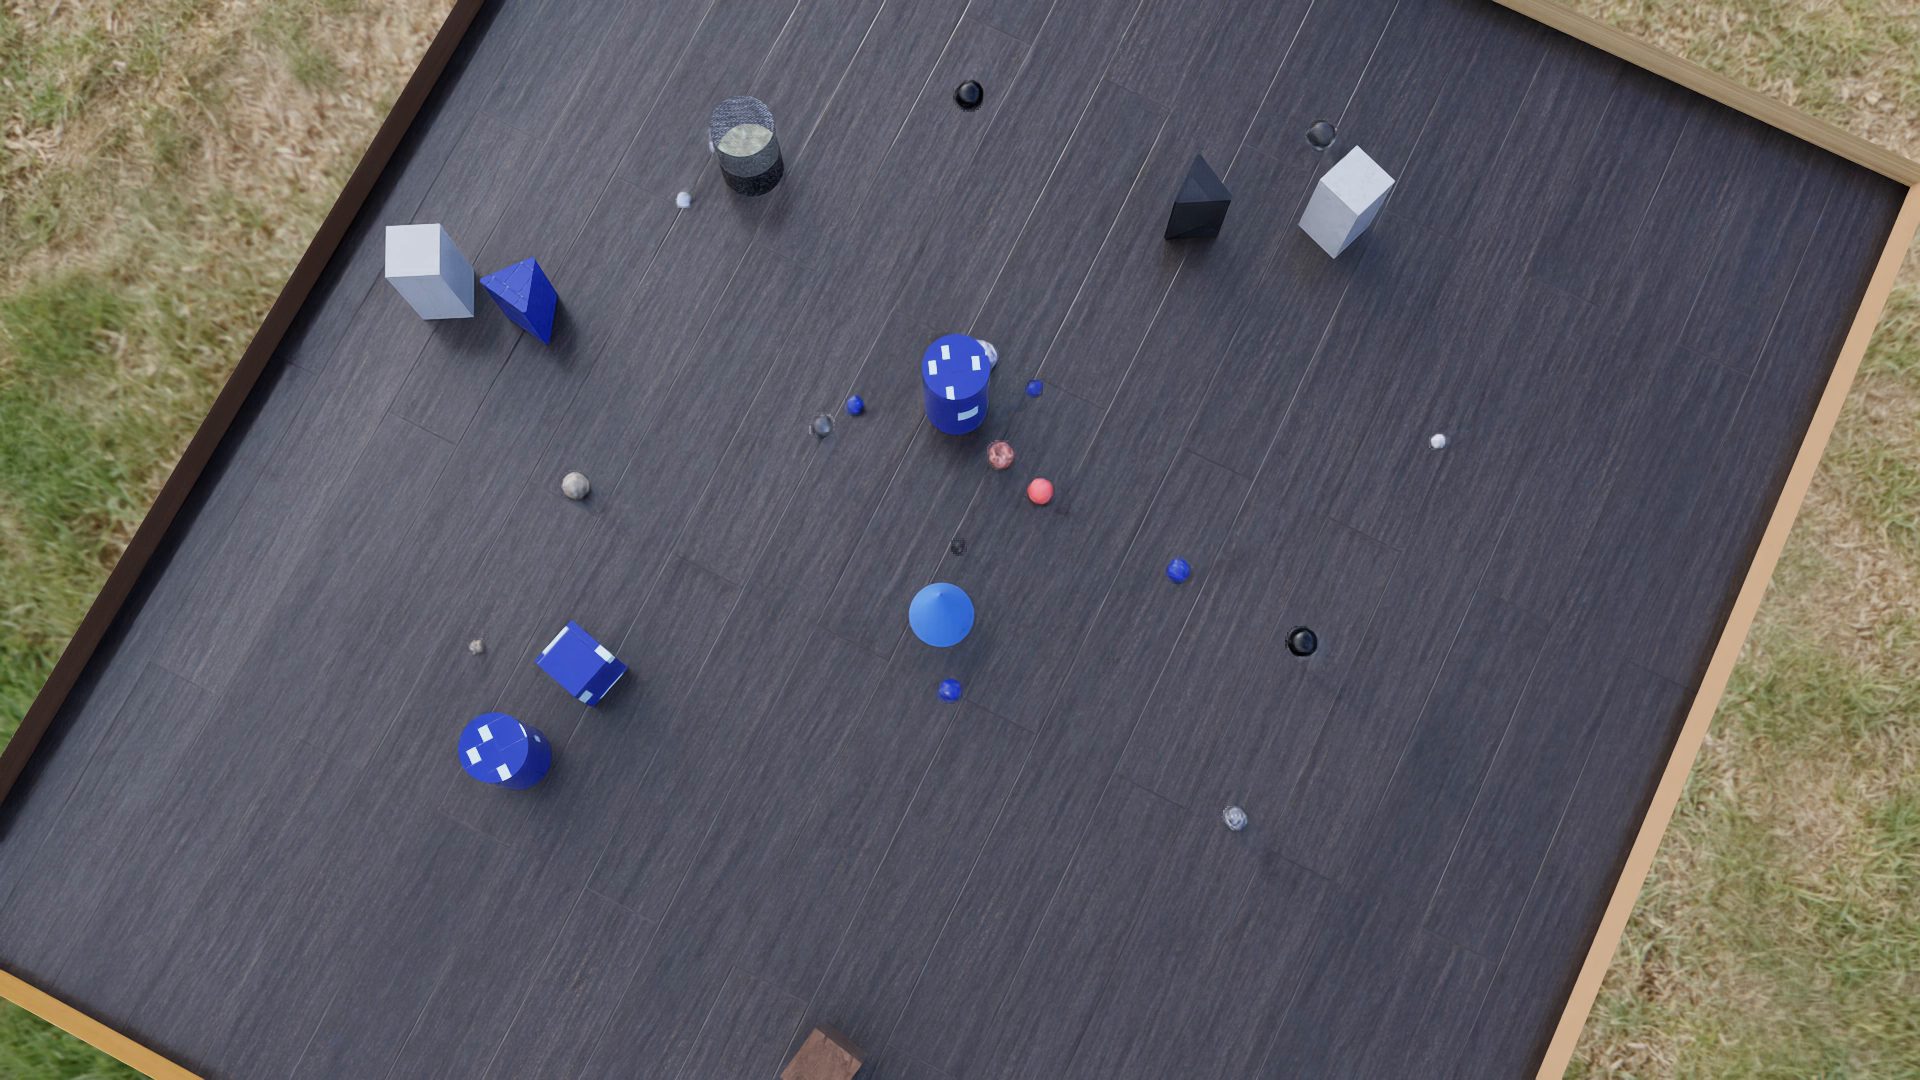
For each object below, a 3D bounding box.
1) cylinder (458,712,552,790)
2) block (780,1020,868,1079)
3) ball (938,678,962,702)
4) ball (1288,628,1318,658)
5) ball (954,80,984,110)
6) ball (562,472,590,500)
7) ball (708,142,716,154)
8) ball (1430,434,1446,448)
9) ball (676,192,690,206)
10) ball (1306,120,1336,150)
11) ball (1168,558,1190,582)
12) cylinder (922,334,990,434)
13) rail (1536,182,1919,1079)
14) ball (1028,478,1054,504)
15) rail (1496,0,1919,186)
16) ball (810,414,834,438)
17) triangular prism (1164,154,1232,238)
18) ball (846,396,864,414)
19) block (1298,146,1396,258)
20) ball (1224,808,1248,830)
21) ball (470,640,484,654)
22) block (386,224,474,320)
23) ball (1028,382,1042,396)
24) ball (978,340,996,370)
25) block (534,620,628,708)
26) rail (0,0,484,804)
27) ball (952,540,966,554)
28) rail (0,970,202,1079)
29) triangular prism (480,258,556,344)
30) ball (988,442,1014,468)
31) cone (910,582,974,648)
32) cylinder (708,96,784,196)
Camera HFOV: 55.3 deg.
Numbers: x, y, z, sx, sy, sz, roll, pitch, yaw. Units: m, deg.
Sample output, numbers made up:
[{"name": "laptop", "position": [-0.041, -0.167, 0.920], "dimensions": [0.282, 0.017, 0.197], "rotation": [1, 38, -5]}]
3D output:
[{"name": "cylinder", "position": [-1.321, 0.618, 5.335], "dimensions": [0.198, 0.300, 0.198], "rotation": [0, 78, 0]}, {"name": "block", "position": [-0.376, 1.469, 5.127], "dimensions": [0.159, 0.364, 0.159], "rotation": [36, 81, 7]}, {"name": "ball", "position": [-0.029, 0.449, 5.480], "dimensions": [0.069, 0.069, 0.069], "rotation": [0, 78, 0]}, {"name": "ball", "position": [1.029, 0.309, 5.506], "dimensions": [0.091, 0.091, 0.091], "rotation": [0, 78, 0]}, {"name": "ball", "position": [0.029, -1.425, 5.864], "dimensions": [0.093, 0.093, 0.093], "rotation": [0, 78, 0]}, {"name": "ball", "position": [-1.177, -0.165, 5.609], "dimensions": [0.083, 0.083, 0.083], "rotation": [0, 78, 0]}, {"name": "ball", "position": [-0.783, -1.257, 5.856], "dimensions": [0.041, 0.041, 0.041], "rotation": [0, 78, 0]}, {"name": "ball", "position": [1.477, -0.304, 5.656], "dimensions": [0.045, 0.045, 0.045], "rotation": [0, 78, 0]}, {"name": "ball", "position": [-0.877, -1.081, 5.817], "dimensions": [0.046, 0.046, 0.046], "rotation": [0, 78, 0]}, {"name": "ball", "position": [1.150, -1.292, 5.836], "dimensions": [0.095, 0.095, 0.095], "rotation": [0, 78, 0]}, {"name": "ball", "position": [0.664, 0.092, 5.562], "dimensions": [0.070, 0.070, 0.070], "rotation": [0, 78, 0]}, {"name": "cylinder", "position": [-0.011, -0.463, 5.512], "dimensions": [0.198, 0.393, 0.198], "rotation": [0, 78, 0]}, {"name": "rail", "position": [1.961, 0.967, 5.350], "dimensions": [0.045, 0.129, 4.824], "rotation": [26, 80, 5]}, {"name": "ball", "position": [0.247, -0.149, 5.607], "dimensions": [0.080, 0.080, 0.080], "rotation": [0, 78, 0]}, {"name": "rail", "position": [1.068, -2.085, 5.981], "dimensions": [4.433, 0.129, 0.045], "rotation": [26, 80, 5]}, {"name": "ball", "position": [-0.426, -0.351, 5.653], "dimensions": [0.071, 0.071, 0.071], "rotation": [0, 78, 0]}, {"name": "triangular prism", "position": [0.729, -1.065, 5.682], "dimensions": [0.172, 0.303, 0.149], "rotation": [-4, 78, -1]}, {"name": "ball", "position": [-0.325, -0.418, 5.675], "dimensions": [0.055, 0.055, 0.055], "rotation": [0, 78, 0]}, {"name": "block", "position": [1.186, -1.036, 5.645], "dimensions": [0.159, 0.365, 0.159], "rotation": [-43, 81, -8]}, {"name": "ball", "position": [0.814, 0.823, 5.412], "dimensions": [0.068, 0.068, 0.068], "rotation": [0, 78, 0]}, {"name": "ball", "position": [-1.458, 0.322, 5.528], "dimensions": [0.043, 0.043, 0.043], "rotation": [0, 78, 0]}, {"name": "block", "position": [-1.612, -0.814, 5.587], "dimensions": [0.159, 0.388, 0.159], "rotation": [-3, 78, -1]}, {"name": "ball", "position": [0.232, -0.470, 5.691], "dimensions": [0.044, 0.044, 0.044], "rotation": [0, 78, 0]}, {"name": "ball", "position": [0.065, -0.569, 5.684], "dimensions": [0.099, 0.099, 0.099], "rotation": [0, 78, 0]}, {"name": "block", "position": [-1.113, 0.367, 5.403], "dimensions": [0.159, 0.269, 0.159], "rotation": [40, 81, 8]}, {"name": "rail", "position": [-1.961, -0.953, 5.747], "dimensions": [0.045, 0.129, 4.824], "rotation": [26, 80, 5]}, {"name": "ball", "position": [-0.003, 0.020, 5.591], "dimensions": [0.041, 0.041, 0.041], "rotation": [0, 78, 0]}, {"name": "rail", "position": [-1.068, 2.098, 5.115], "dimensions": [4.433, 0.129, 0.045], "rotation": [26, 80, 5]}, {"name": "triangular prism", "position": [-1.317, -0.752, 5.614], "dimensions": [0.172, 0.311, 0.149], "rotation": [35, 80, 7]}, {"name": "ball", "position": [0.128, -0.260, 5.629], "dimensions": [0.081, 0.081, 0.081], "rotation": [0, 78, 0]}, {"name": "cone", "position": [-0.056, 0.189, 5.387], "dimensions": [0.198, 0.372, 0.198], "rotation": [0, 78, 0]}, {"name": "cylinder", "position": [-0.663, -1.224, 5.710], "dimensions": [0.198, 0.313, 0.198], "rotation": [0, 78, 0]}]
